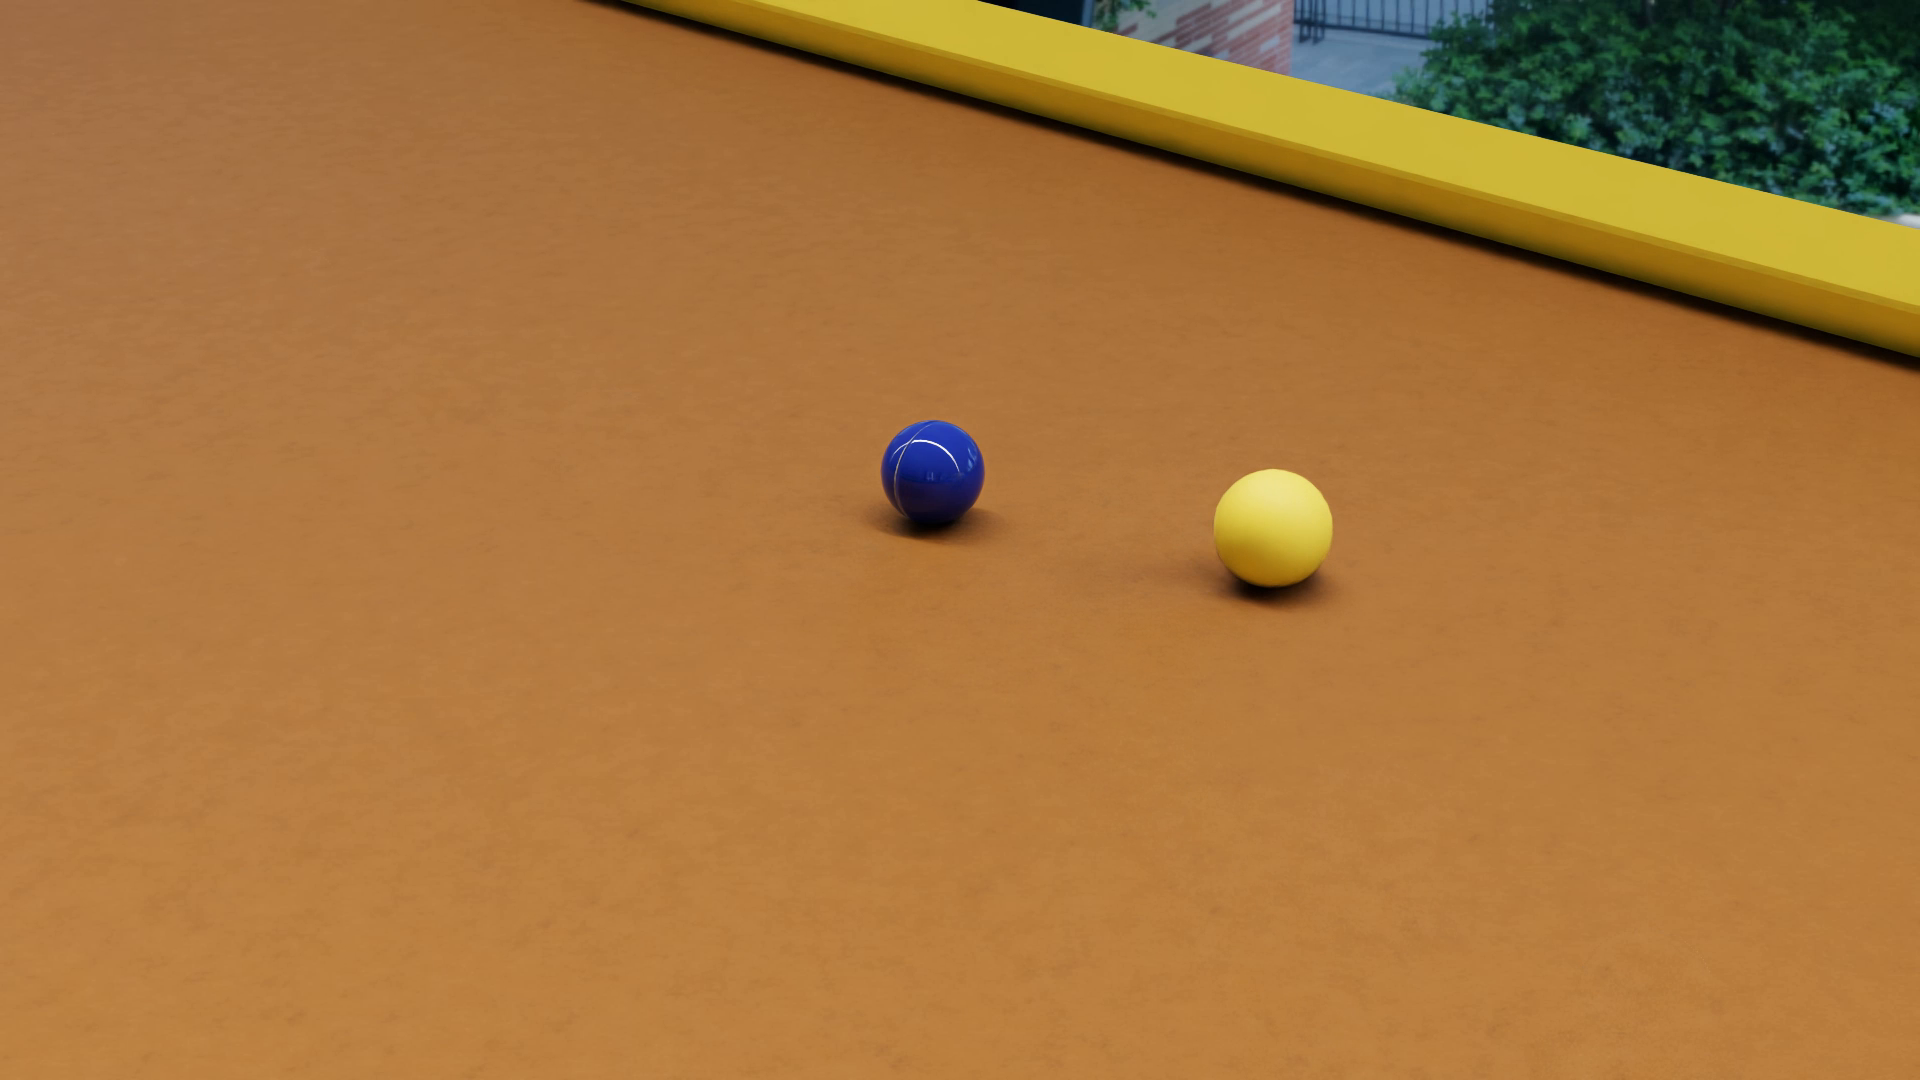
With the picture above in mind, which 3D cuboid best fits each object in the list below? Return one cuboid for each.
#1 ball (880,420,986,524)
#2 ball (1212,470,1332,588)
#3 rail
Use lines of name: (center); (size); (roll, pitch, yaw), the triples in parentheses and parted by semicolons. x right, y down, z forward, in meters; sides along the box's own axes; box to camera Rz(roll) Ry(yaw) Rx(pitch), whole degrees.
ball: (-0.023, -0.056, 2.441); (0.087, 0.087, 0.087); (0, 23, 0)
ball: (0.247, -0.009, 2.323); (0.094, 0.094, 0.094); (0, 23, 0)
rail: (0.037, -0.594, 3.637); (0.045, 0.122, 4.093); (-20, 31, -39)
